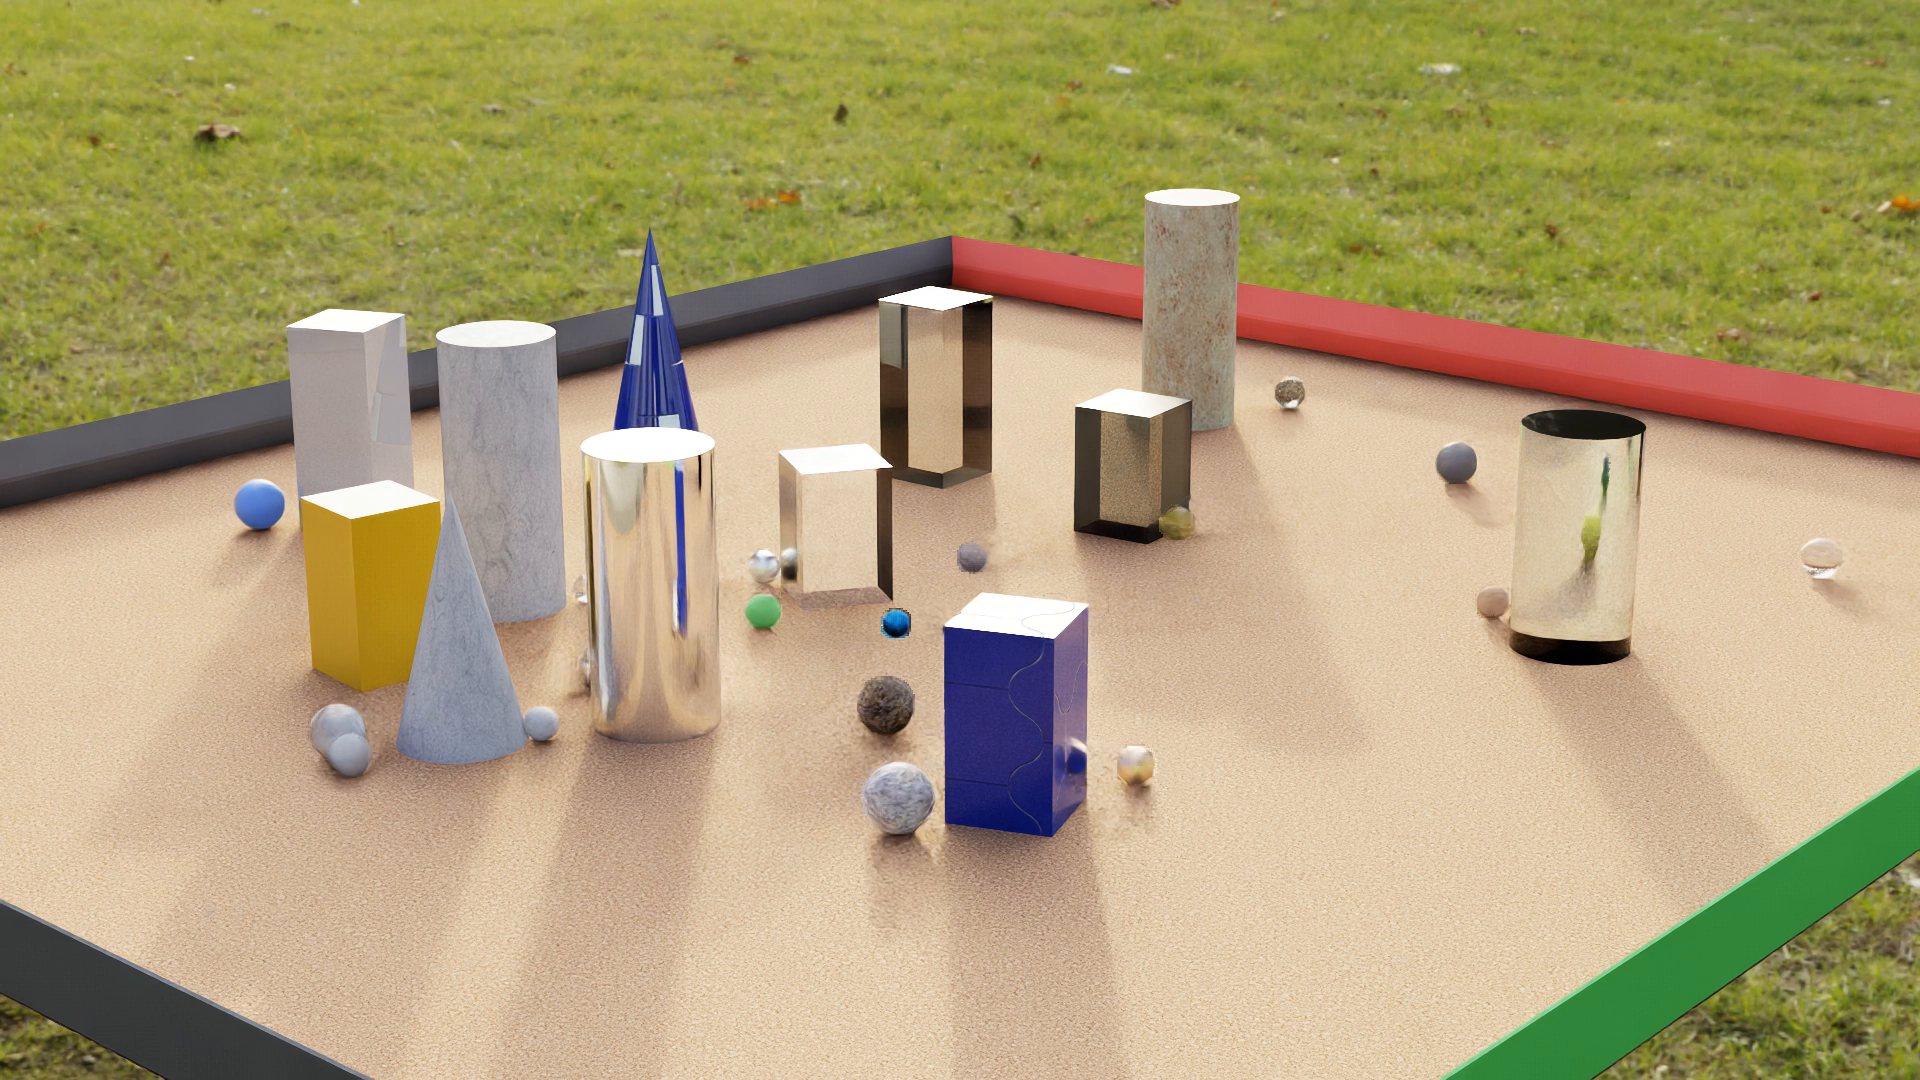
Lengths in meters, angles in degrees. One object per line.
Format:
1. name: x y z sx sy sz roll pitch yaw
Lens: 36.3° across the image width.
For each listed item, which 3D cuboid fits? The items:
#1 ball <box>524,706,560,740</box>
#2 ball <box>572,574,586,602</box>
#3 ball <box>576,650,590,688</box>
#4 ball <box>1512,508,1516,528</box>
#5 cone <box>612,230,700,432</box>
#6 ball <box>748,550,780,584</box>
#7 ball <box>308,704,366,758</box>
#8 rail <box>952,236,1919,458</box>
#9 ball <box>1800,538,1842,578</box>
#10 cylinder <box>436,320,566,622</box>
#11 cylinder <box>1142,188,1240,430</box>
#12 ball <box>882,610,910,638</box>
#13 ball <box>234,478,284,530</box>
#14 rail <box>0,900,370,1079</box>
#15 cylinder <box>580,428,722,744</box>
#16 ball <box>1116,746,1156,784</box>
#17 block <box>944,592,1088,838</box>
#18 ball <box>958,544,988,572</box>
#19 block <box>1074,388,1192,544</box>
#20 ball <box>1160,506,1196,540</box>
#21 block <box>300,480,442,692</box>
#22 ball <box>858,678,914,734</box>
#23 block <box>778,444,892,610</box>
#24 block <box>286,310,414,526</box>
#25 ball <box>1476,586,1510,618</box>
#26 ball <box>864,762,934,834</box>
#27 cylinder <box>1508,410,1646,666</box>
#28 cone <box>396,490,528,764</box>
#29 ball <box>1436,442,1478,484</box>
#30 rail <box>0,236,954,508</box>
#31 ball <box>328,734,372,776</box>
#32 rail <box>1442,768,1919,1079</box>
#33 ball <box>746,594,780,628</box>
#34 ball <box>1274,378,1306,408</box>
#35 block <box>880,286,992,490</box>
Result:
1. ball: -0.634 0.278 4.441 0.053 0.053 0.053 0 17 0
2. ball: -0.650 0.084 5.095 0.048 0.048 0.048 0 17 0
3. ball: -0.575 0.203 4.663 0.068 0.068 0.068 0 17 0
4. ball: 1.070 -0.039 5.419 0.096 0.096 0.096 0 17 0
5. cone: -0.626 -0.406 5.979 0.200 0.476 0.200 0 17 0
6. ball: -0.347 0.048 5.191 0.059 0.059 0.059 0 17 0
7. ball: -0.928 0.285 4.366 0.083 0.083 0.083 0 17 0
8. rail: 1.285 -0.394 6.537 3.505 0.130 0.045 14 22 39
9. ball: 1.533 0.033 5.220 0.074 0.074 0.074 0 17 0
10. cylinder: -0.782 -0.118 5.014 0.200 0.481 0.200 0 17 0
11. cylinder: 0.490 -0.492 6.251 0.200 0.483 0.200 0 17 0
12. ball: -0.106 0.140 4.911 0.046 0.046 0.046 0 17 0
13. ball: -1.319 -0.068 5.517 0.094 0.094 0.094 0 17 0
14. rail: -1.285 0.459 3.702 3.505 0.130 0.045 14 22 39
15. cylinder: -0.468 0.068 4.464 0.200 0.442 0.200 0 17 0
16. ball: 0.256 0.327 4.270 0.057 0.057 0.057 0 17 0
17. block: 0.080 0.245 4.137 0.160 0.292 0.160 6 18 19
18. ball: 0.023 0.033 5.258 0.052 0.052 0.052 0 17 0
19. block: 0.324 -0.140 5.499 0.160 0.242 0.160 11 20 32
20. ball: 0.405 -0.031 5.449 0.064 0.064 0.064 0 17 0
21. block: -0.941 0.072 4.720 0.160 0.287 0.160 -14 22 -38
22. ball: -0.113 0.253 4.465 0.087 0.087 0.087 0 17 0
23. block: -0.217 -0.024 5.114 0.160 0.244 0.160 -5 18 -17
24. block: -1.147 -0.226 5.536 0.160 0.386 0.160 5 18 17
25. ball: 0.911 0.106 5.007 0.056 0.056 0.056 0 17 0
26. ball: -0.085 0.360 4.088 0.100 0.100 0.100 0 17 0
27. cylinder: 1.013 -0.006 4.817 0.200 0.380 0.200 0 17 0
28. cone: -0.755 0.113 4.391 0.200 0.398 0.200 0 17 0
29. ball: 0.987 -0.154 5.826 0.082 0.082 0.082 0 17 0
30. rail: -1.305 -0.294 6.205 0.045 0.130 3.969 14 22 39
31. ball: -0.894 0.315 4.301 0.062 0.062 0.062 0 17 0
32. rail: 1.305 0.359 4.035 0.045 0.130 3.969 14 22 39
33. ball: -0.333 0.120 4.953 0.060 0.060 0.060 0 17 0
34. ball: 0.721 -0.321 6.406 0.068 0.068 0.068 0 17 0
35. block: -0.047 -0.305 5.844 0.160 0.361 0.160 13 21 36
